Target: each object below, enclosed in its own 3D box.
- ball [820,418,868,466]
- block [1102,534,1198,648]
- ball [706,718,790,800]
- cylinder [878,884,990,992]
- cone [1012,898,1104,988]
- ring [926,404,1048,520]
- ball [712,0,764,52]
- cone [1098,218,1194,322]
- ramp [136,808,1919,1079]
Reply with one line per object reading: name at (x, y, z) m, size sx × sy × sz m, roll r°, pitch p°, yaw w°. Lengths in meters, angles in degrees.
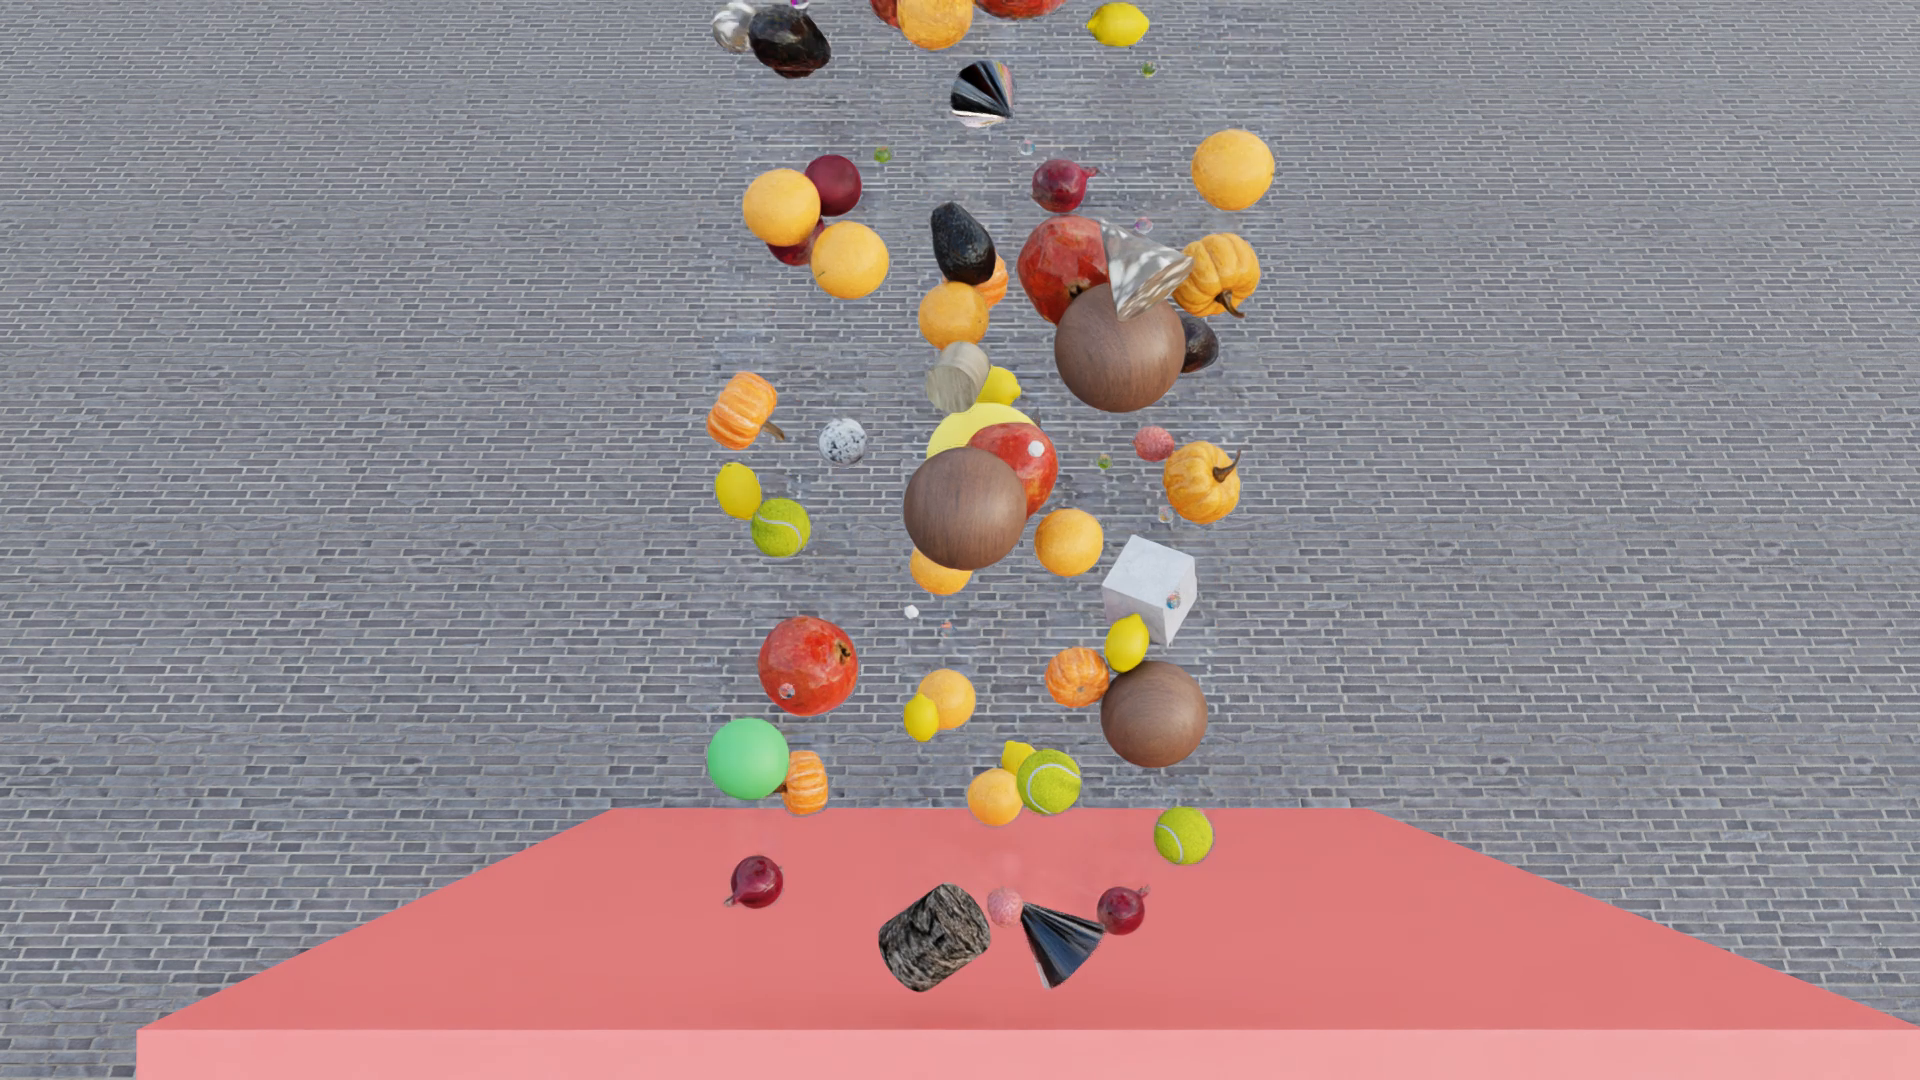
ball at (-0.130, -0.110, 2.904) m, size 0.054 × 0.054 × 0.054 m, roll 0°, pitch 36°, yaw 0°
block at (0.230, 0.062, 3.153) m, size 0.083 × 0.083 × 0.083 m, roll 21°, pitch 60°, yaw 22°
ball at (-0.227, 0.235, 2.794) m, size 0.089 × 0.089 × 0.089 m, roll 0°, pitch 36°, yaw 0°
cylinder at (-0.030, 0.460, 3.008) m, size 0.092 × 0.092 × 0.092 m, roll 38°, pitch 29°, yaw -26°
cone at (0.096, 0.445, 2.991) m, size 0.100 × 0.100 × 0.100 m, roll 44°, pitch 42°, yaw -8°
ring at (0.030, -0.088, 2.896) m, size 0.137 × 0.046 × 0.137 m, roll -1°, pitch 75°, yaw 2°
ball at (-0.223, -0.515, 2.607) m, size 0.050 × 0.050 × 0.050 m, roll 0°, pitch 36°, yaw 0°
cone at (0.158, -0.272, 2.465) m, size 0.091 × 0.091 × 0.091 m, roll -28°, pitch 74°, yaw -32°
ramp at (0.080, 0.680, 4.902) m, size 2.000 × 0.100 × 4.000 m, roll 0°, pitch -2°, yaw 0°
